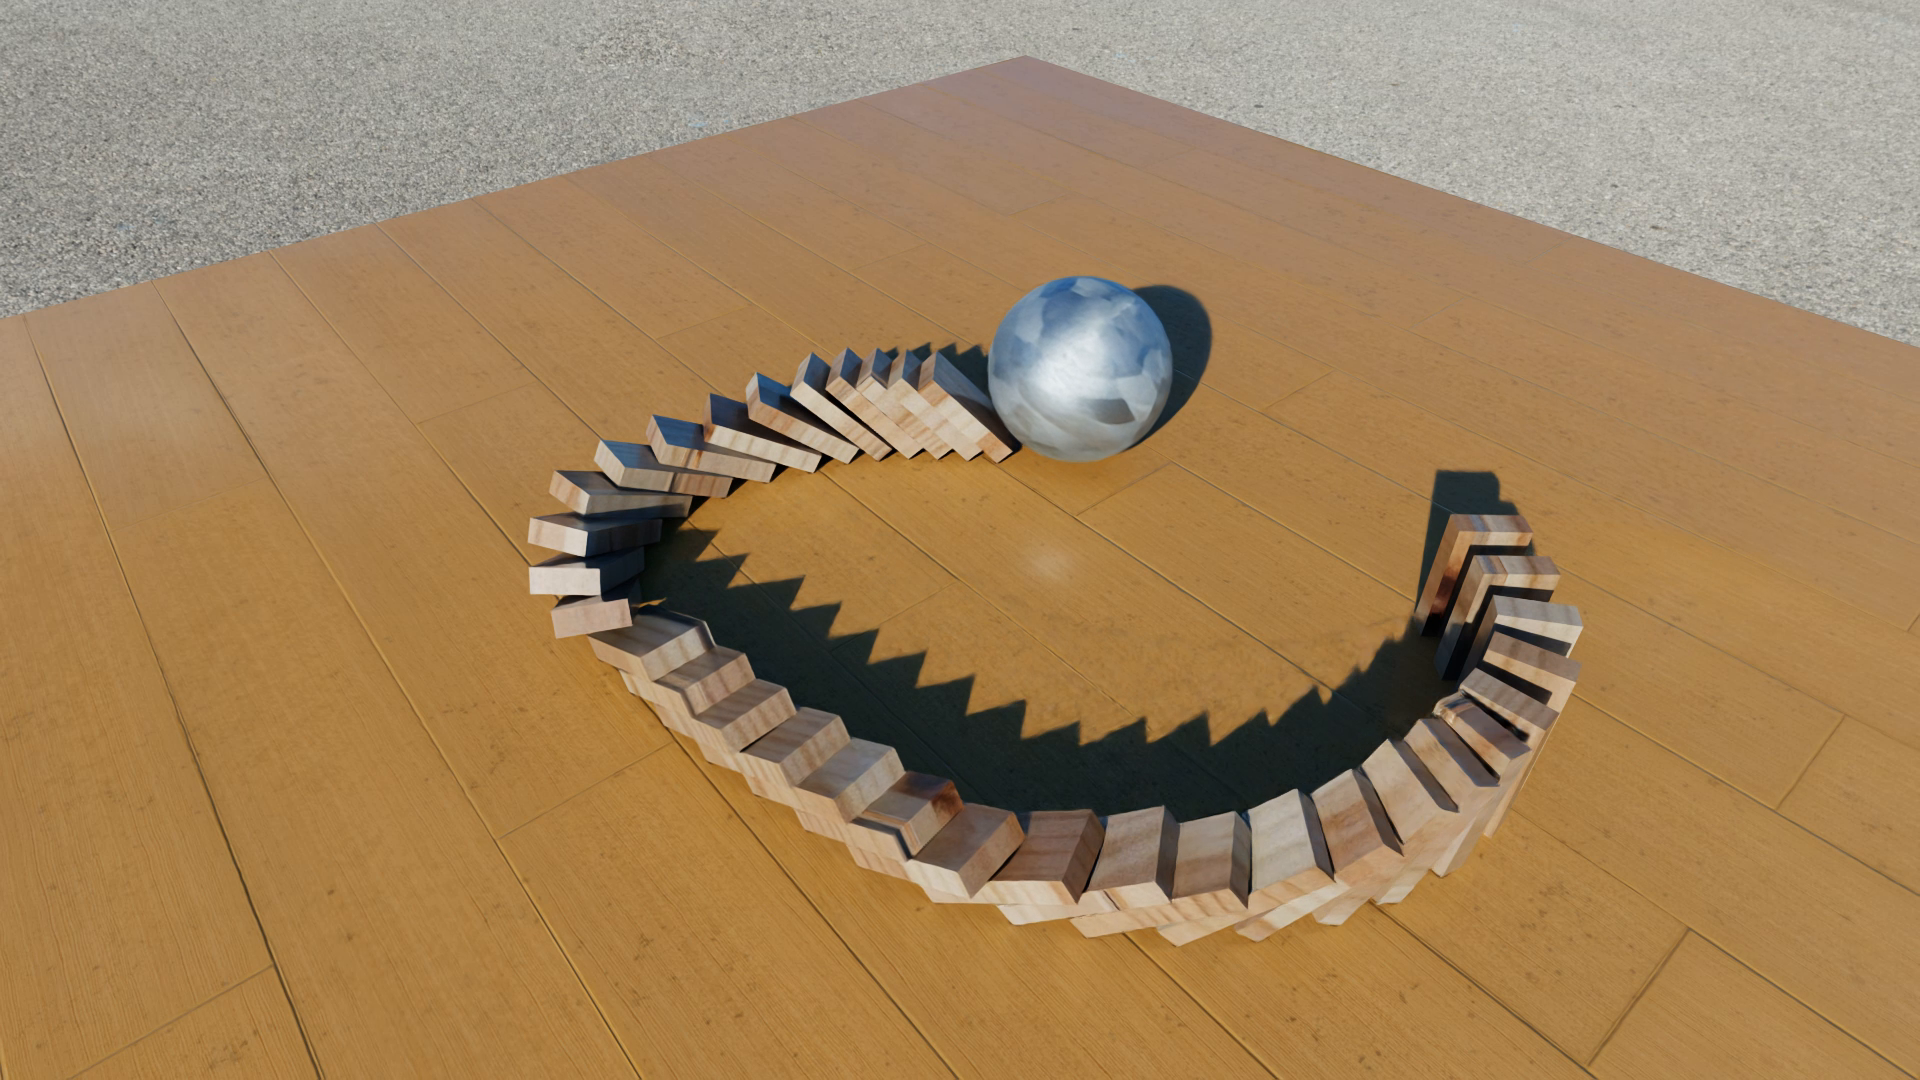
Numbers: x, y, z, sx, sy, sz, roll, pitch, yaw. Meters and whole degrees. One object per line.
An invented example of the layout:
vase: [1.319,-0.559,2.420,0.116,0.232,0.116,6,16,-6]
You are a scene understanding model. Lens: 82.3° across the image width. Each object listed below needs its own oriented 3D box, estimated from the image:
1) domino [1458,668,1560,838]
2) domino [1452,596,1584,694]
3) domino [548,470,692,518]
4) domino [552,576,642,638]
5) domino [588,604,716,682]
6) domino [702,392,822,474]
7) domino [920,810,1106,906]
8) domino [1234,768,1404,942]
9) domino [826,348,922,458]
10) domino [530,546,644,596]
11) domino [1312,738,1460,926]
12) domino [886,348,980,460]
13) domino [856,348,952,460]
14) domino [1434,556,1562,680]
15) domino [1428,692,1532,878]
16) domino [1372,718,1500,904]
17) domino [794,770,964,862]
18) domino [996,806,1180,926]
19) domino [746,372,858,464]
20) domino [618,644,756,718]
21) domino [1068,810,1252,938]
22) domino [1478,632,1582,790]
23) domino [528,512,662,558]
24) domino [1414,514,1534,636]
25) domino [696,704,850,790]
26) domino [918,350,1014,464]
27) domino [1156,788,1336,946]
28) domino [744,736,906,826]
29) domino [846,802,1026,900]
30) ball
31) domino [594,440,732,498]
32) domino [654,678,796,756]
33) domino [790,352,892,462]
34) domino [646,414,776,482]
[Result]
domino: [0.158,0.065,0.332,0.010,0.050,0.025,-32,49,-33]
domino: [0.181,0.041,0.361,0.025,0.050,0.010,8,40,10]
domino: [-0.137,-0.019,0.447,0.025,0.010,0.050,29,18,32]
domino: [-0.129,0.024,0.395,0.025,0.009,0.050,-9,9,-11]
domino: [-0.108,0.035,0.384,0.025,0.009,0.050,-30,22,-32]
domino: [-0.087,-0.047,0.483,0.050,0.009,0.025,16,33,-26]
domino: [0.014,0.090,0.314,0.050,0.009,0.025,-13,28,36]
domino: [0.096,0.089,0.308,0.010,0.050,0.025,32,30,-27]
domino: [-0.037,-0.061,0.492,0.010,0.050,0.025,-36,29,28]
domino: [-0.138,0.011,0.411,0.025,0.009,0.050,1,9,1]
domino: [0.114,0.083,0.312,0.009,0.050,0.025,18,30,-31]
domino: [-0.010,-0.060,0.491,0.010,0.050,0.025,-36,29,28]
domino: [-0.023,-0.061,0.492,0.010,0.050,0.025,-36,28,28]
domino: [0.183,0.028,0.378,0.025,0.050,0.010,1,39,1]
domino: [0.144,0.072,0.323,0.010,0.050,0.025,-13,40,-29]
domino: [0.129,0.078,0.316,0.010,0.050,0.025,6,35,-26]
domino: [-0.025,0.079,0.329,0.050,0.010,0.025,-1,28,48]
domino: [0.036,0.092,0.311,0.050,0.009,0.025,-20,30,30]
domino: [-0.070,-0.054,0.487,0.050,0.010,0.025,24,29,-30]
domino: [-0.093,0.045,0.372,0.025,0.009,0.050,-32,22,-33]
domino: [0.056,0.094,0.307,0.050,0.010,0.025,-23,28,32]
domino: [0.172,0.054,0.345,0.025,0.050,0.010,23,44,25]
domino: [-0.141,-0.004,0.429,0.025,0.010,0.050,13,10,15]
domino: [0.183,0.014,0.395,0.025,0.050,0.009,1,39,1]
domino: [-0.060,0.063,0.349,0.050,0.010,0.025,2,30,48]
domino: [0.003,-0.059,0.490,0.009,0.050,0.025,-36,29,28]
domino: [0.077,0.092,0.307,0.050,0.009,0.025,-34,30,26]
domino: [-0.043,0.071,0.339,0.050,0.010,0.025,1,30,48]
domino: [-0.008,0.087,0.319,0.050,0.010,0.025,-3,27,47]
ball: [0.052,-0.073,0.477,0.080,0.080,0.080,0,39,0]
domino: [-0.124,-0.030,0.461,0.050,0.010,0.025,4,27,-45]
domino: [-0.078,0.055,0.360,0.025,0.009,0.050,-32,22,-33]
domino: [-0.051,-0.059,0.491,0.050,0.010,0.025,37,33,-23]
domino: [-0.107,-0.039,0.473,0.050,0.009,0.025,9,30,-37]
